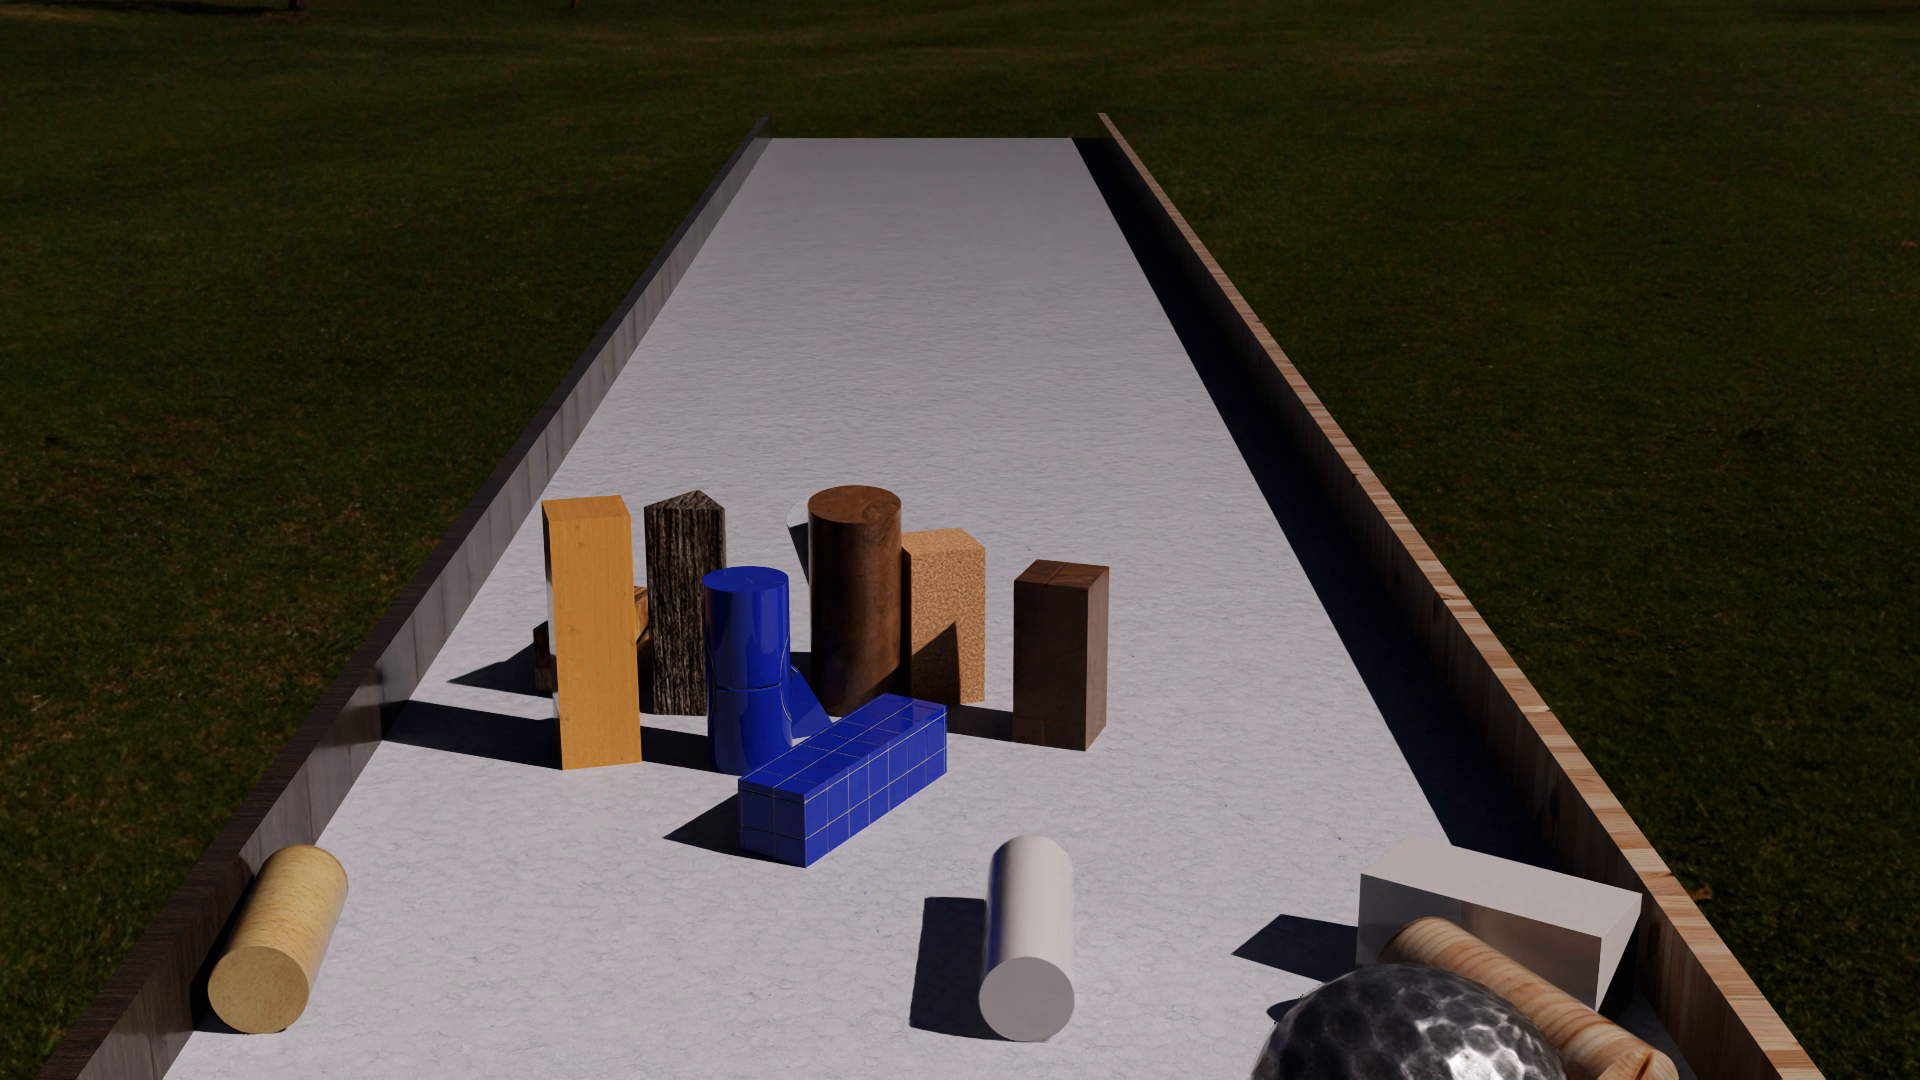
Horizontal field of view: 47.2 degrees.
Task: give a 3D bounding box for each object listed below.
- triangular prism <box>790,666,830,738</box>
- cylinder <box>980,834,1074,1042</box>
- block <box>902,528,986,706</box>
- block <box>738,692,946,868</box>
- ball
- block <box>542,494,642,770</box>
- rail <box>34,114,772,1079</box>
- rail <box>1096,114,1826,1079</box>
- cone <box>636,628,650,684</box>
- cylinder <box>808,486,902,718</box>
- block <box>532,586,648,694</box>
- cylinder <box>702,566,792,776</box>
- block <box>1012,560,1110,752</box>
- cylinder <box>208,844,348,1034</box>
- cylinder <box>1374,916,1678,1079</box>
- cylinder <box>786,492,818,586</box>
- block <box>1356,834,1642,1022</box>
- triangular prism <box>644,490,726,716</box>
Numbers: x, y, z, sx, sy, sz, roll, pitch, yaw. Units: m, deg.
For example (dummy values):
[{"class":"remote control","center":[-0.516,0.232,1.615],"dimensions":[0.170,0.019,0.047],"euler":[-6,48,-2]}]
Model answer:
[{"class":"triangular prism","center":[-0.358,0.259,4.125],"dimensions":[0.145,0.125,0.305],"euler":[-7,18,-24]},{"class":"cylinder","center":[0.098,0.559,3.125],"dimensions":[0.128,0.128,0.391],"euler":[1,17,2]},{"class":"block","center":[-0.045,0.148,4.192],"dimensions":[0.146,0.305,0.146],"euler":[-5,17,-18]},{"class":"block","center":[-0.189,0.394,3.679],"dimensions":[0.126,0.126,0.450],"euler":[9,19,28]},{"class":"ball","center":[0.492,0.649,2.409],"dimensions":[0.363,0.363,0.363],"euler":[0,17,0]},{"class":"block","center":[-0.650,0.162,3.882],"dimensions":[0.139,0.455,0.139],"euler":[-5,17,-15]},{"class":"rail","center":[-1.118,-0.838,7.780],"dimensions":[0.050,0.150,12.000],"euler":[0,17,-1]},{"class":"rail","center":[0.932,-0.844,7.801],"dimensions":[0.050,0.150,12.000],"euler":[0,17,-1]},{"class":"cone","center":[-0.615,0.239,4.308],"dimensions":[0.135,0.135,0.345],"euler":[8,29,25]},{"class":"cylinder","center":[-0.195,0.115,4.101],"dimensions":[0.172,0.400,0.172],"euler":[1,25,0]},{"class":"block","center":[-0.710,0.196,4.343],"dimensions":[0.128,0.128,0.306],"euler":[5,17,16]},{"class":"cylinder","center":[-0.372,0.229,3.862],"dimensions":[0.150,0.338,0.150],"euler":[0,17,0]},{"class":"block","center":[0.183,0.208,3.988],"dimensions":[0.137,0.308,0.137],"euler":[6,17,18]},{"class":"cylinder","center":[-0.960,0.559,3.114],"dimensions":[0.133,0.133,0.326],"euler":[-2,17,-6]},{"class":"cylinder","center":[0.711,0.635,2.806],"dimensions":[0.163,0.163,0.396],"euler":[-8,19,-26]},{"class":"cylinder","center":[-0.223,0.086,4.270],"dimensions":[0.135,0.356,0.135],"euler":[-11,35,8]},{"class":"block","center":[0.751,0.554,3.079],"dimensions":[0.345,0.161,0.161],"euler":[11,20,33]},{"class":"triangular prism","center":[-0.498,0.117,4.127],"dimensions":[0.147,0.402,0.128],"euler":[1,16,5]}]
